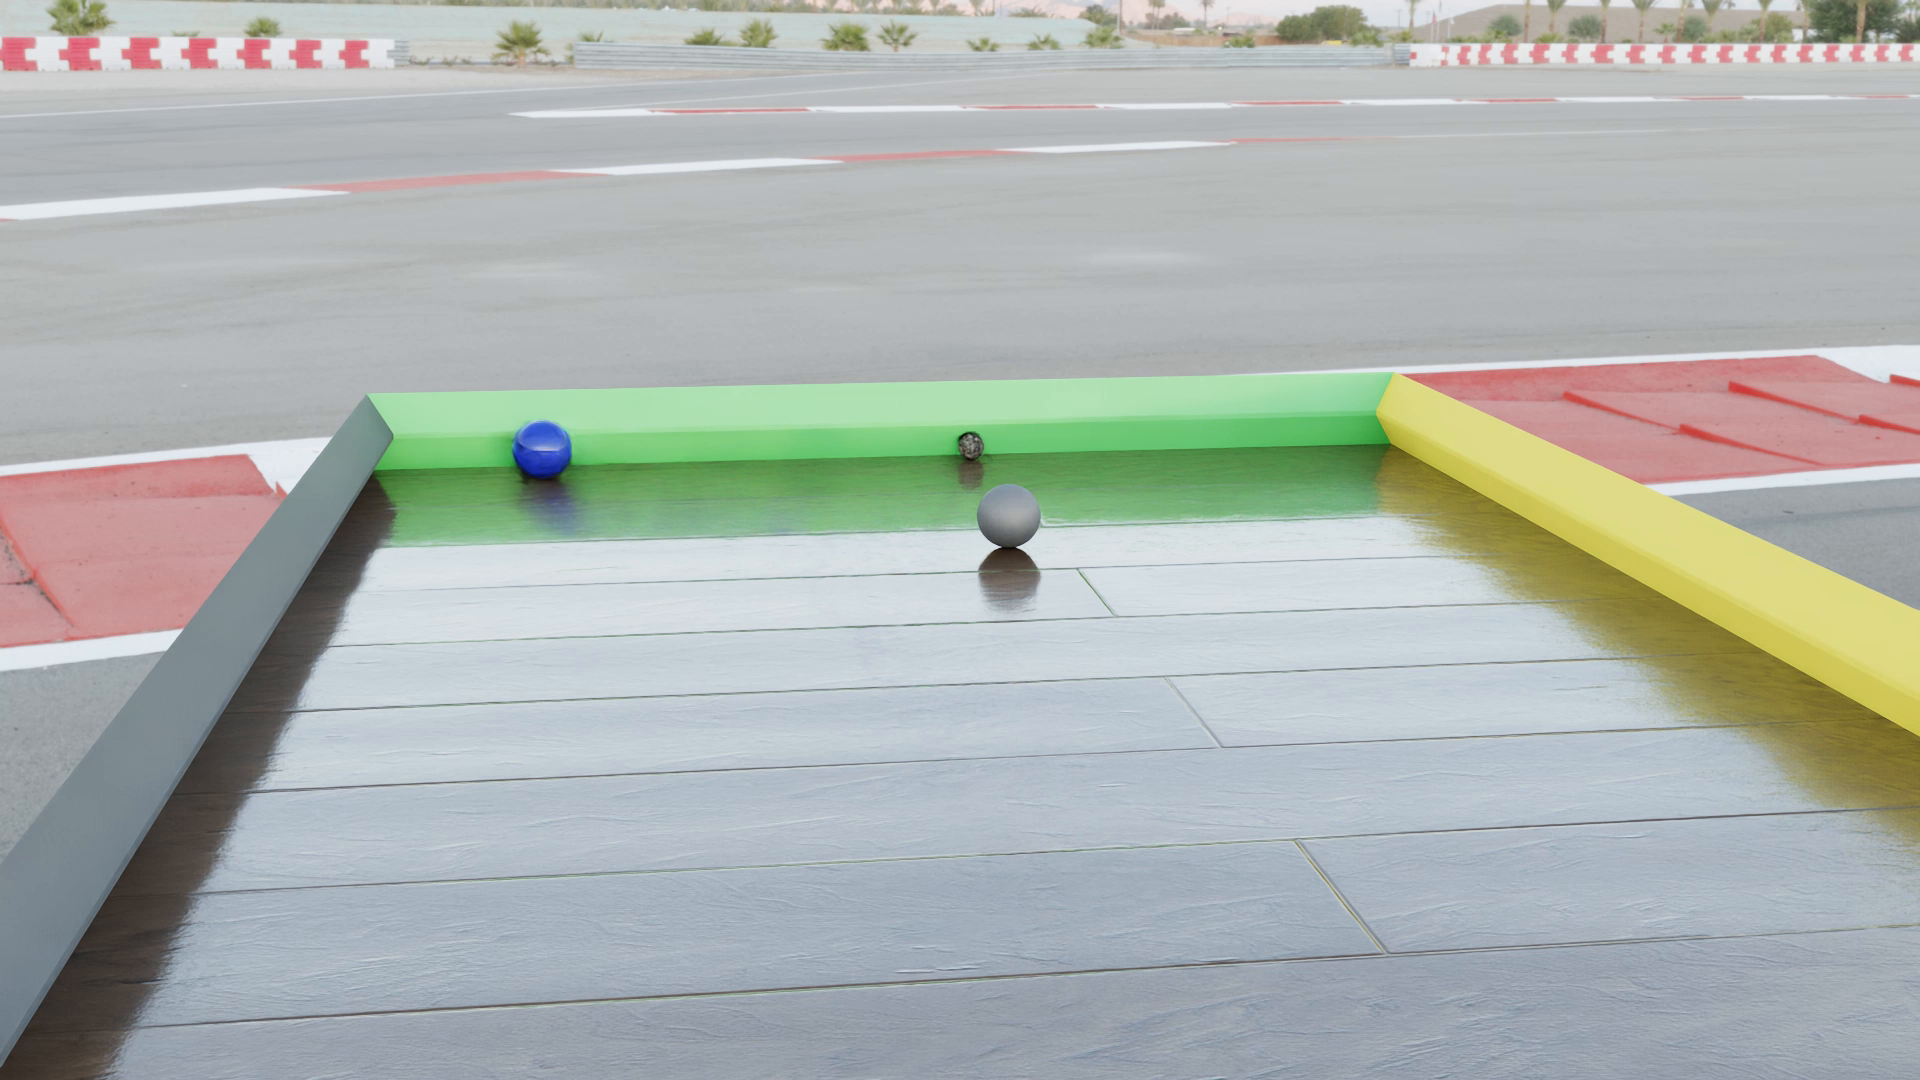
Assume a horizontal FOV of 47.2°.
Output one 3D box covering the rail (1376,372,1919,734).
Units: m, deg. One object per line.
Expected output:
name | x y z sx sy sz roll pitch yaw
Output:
rail | 0.924 0.117 2.262 0.045 0.122 3.060 -2 13 -8

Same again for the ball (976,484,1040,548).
ball | 0.066 -0.033 2.989 0.087 0.087 0.087 0 13 0

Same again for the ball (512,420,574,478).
ball | -0.655 -0.143 3.451 0.094 0.094 0.094 0 13 0

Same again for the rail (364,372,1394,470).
rail | -0.102 -0.194 3.606 1.701 0.122 0.045 -2 13 -8

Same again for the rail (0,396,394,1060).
rail | -0.714 0.168 2.041 0.045 0.122 3.060 -2 13 -8

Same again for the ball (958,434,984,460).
ball | 0.018 -0.153 3.610 0.043 0.043 0.043 0 13 0
